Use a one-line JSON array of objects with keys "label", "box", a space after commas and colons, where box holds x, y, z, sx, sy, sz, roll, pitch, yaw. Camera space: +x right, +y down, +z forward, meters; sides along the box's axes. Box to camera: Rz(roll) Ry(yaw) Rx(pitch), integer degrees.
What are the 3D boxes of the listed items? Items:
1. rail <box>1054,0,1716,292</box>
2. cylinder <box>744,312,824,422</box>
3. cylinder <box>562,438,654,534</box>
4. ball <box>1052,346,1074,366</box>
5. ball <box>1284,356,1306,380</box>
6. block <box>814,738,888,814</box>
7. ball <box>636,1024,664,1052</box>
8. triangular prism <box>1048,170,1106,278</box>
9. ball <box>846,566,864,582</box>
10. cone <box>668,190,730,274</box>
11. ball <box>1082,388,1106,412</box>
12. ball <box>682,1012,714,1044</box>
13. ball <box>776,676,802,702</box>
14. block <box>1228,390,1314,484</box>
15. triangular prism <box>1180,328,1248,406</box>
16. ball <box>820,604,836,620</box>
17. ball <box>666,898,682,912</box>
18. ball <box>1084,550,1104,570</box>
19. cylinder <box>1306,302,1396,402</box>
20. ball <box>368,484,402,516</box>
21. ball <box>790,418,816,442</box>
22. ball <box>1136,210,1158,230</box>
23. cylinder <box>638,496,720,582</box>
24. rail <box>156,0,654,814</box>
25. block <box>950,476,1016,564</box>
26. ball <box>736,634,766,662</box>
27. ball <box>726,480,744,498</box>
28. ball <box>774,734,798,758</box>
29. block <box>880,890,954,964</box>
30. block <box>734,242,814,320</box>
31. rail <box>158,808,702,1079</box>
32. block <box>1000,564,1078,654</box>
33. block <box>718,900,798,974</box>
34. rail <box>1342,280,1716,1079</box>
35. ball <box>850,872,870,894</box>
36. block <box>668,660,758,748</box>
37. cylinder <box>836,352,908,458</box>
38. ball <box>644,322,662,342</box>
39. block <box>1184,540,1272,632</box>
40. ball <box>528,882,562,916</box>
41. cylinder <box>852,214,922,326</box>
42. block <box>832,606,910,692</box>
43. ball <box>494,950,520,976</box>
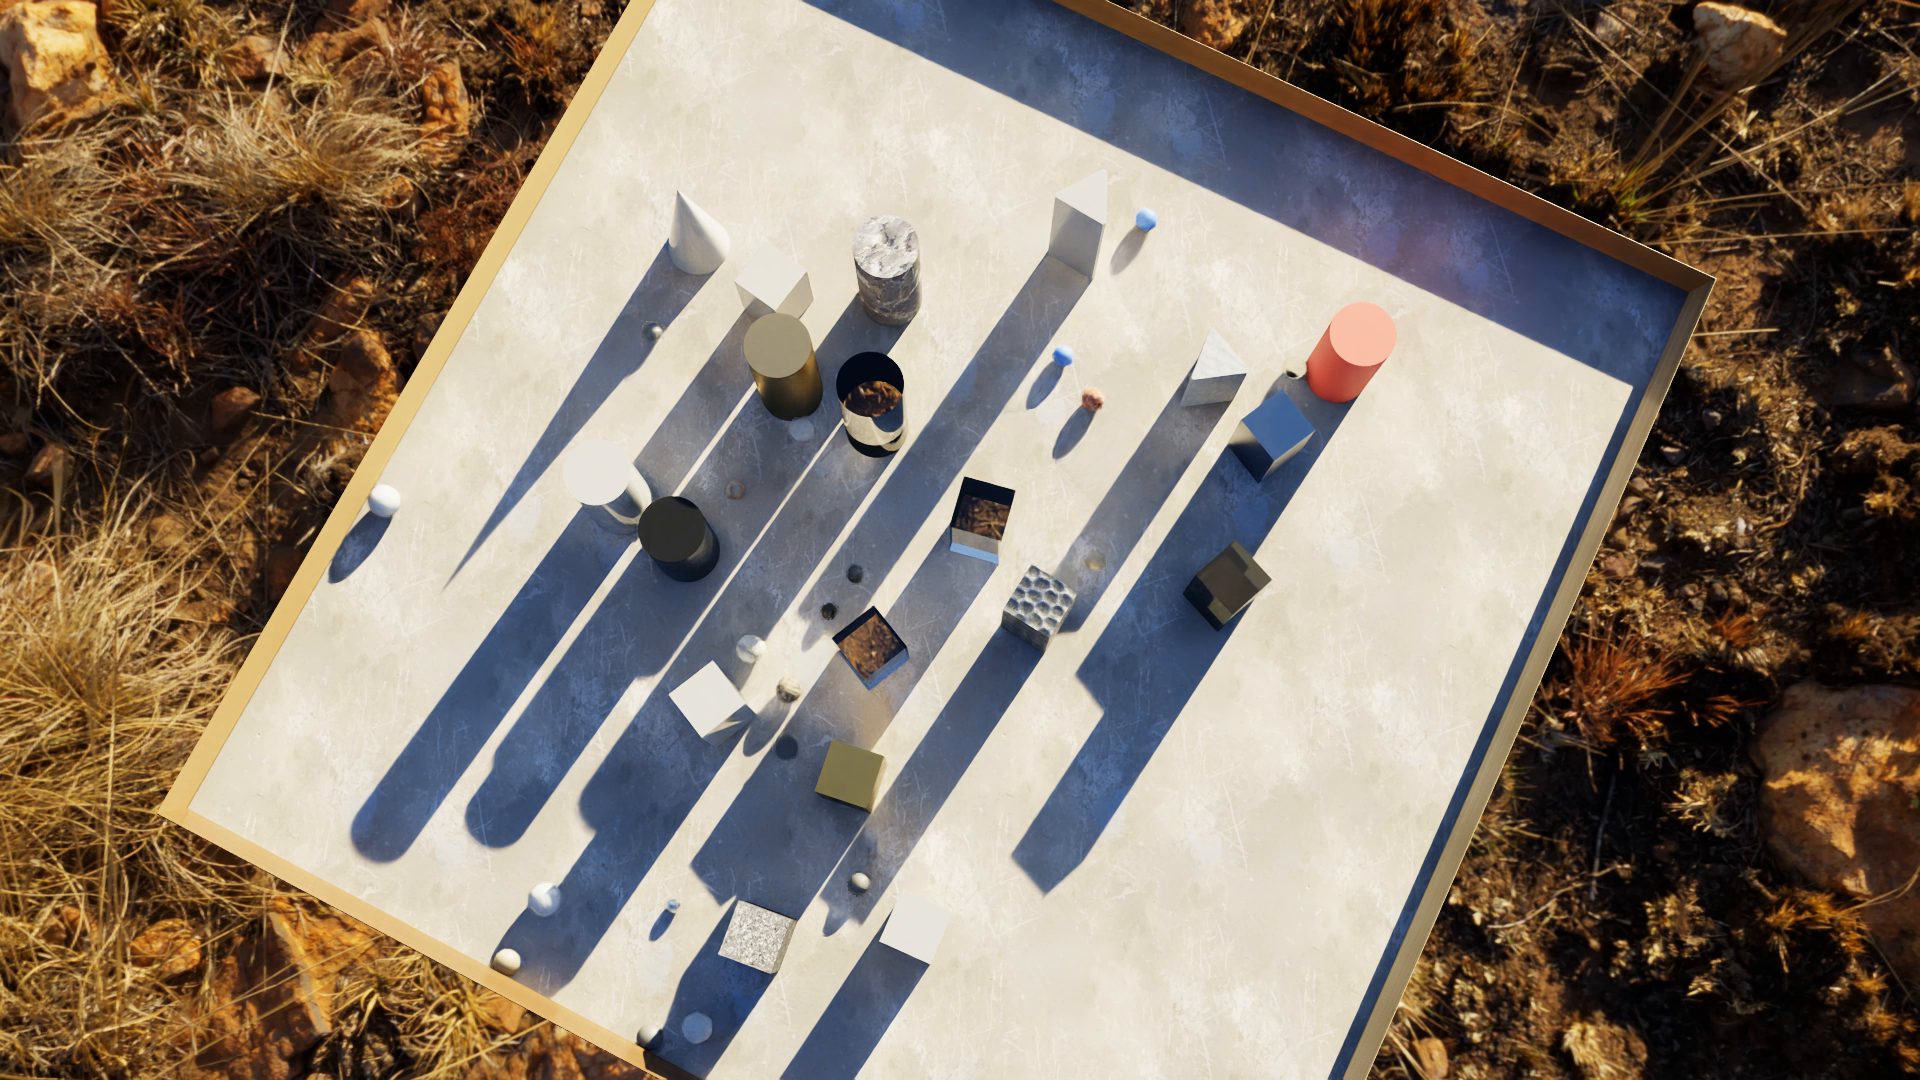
[{"label": "rail", "box": [0.784, -1.528, 5.867, 3.447, 0.127, 0.045, 26, 80, 5]}, {"label": "cylinder", "box": [-0.524, -0.512, 5.485, 0.195, 0.466, 0.195, 0, 78, 0]}, {"label": "cylinder", "box": [-1.040, -0.154, 5.443, 0.195, 0.402, 0.195, 0, 78, 0]}, {"label": "ball", "box": [0.320, -0.573, 5.702, 0.065, 0.065, 0.065, 0, 78, 0]}, {"label": "ball", "box": [1.041, -0.534, 5.691, 0.070, 0.070, 0.070, 0, 78, 0]}, {"label": "block", "box": [-0.314, 0.690, 5.336, 0.156, 0.269, 0.156, 18, 79, 4]}, {"label": "ball", "box": [-0.894, 1.434, 5.281, 0.077, 0.077, 0.077, 0, 78, 0]}, {"label": "triangular prism", "box": [0.388, -0.977, 5.582, 0.169, 0.464, 0.147, 31, 80, 6]}, {"label": "ball", "box": [-0.318, 0.103, 5.568, 0.053, 0.053, 0.053, 0, 78, 0]}, {"label": "cone", "box": [-0.828, -0.980, 5.587, 0.195, 0.456, 0.195, 0, 78, 0]}, {"label": "ball", "box": [0.414, -0.435, 5.670, 0.072, 0.072, 0.072, 0, 78, 0]}, {"label": "ball", "box": [-0.755, 1.405, 5.281, 0.087, 0.087, 0.087, 0, 78, 0]}, {"label": "ball", "box": [-0.512, 0.448, 5.484, 0.078, 0.078, 0.078, 0, 78, 0]}, {"label": "block", "box": [0.936, -0.310, 5.533, 0.156, 0.289, 0.156, -36, 81, -7]}, {"label": "triangular prism", "box": [0.760, -0.530, 5.576, 0.169, 0.294, 0.147, -8, 78, -2]}, {"label": "ball", "box": [-0.397, 0.217, 5.547, 0.048, 0.048, 0.048, 0, 78, 0]}, {"label": "ball", "box": [-0.839, 1.071, 5.373, 0.043, 0.043, 0.043, 0, 78, 0]}, {"label": "ball", "box": [0.409, 0.062, 5.574, 0.059, 0.059, 0.059, 0, 78, 0]}, {"label": "cylinder", "box": [1.176, -0.561, 5.534, 0.195, 0.390, 0.195, 0, 78, 0]}, {"label": "ball", "box": [-1.756, -0.119, 5.591, 0.098, 0.098, 0.098, 0, 78, 0]}, {"label": "ball", "box": [-0.484, -0.340, 5.649, 0.075, 0.075, 0.075, 0, 78, 0]}, {"label": "ball", "box": [0.590, -1.011, 5.791, 0.067, 0.067, 0.067, 0, 78, 0]}, {"label": "cylinder", "box": [-0.833, 0.001, 5.451, 0.195, 0.324, 0.195, 0, 78, 0]}, {"label": "rail", "box": [-1.520, -0.738, 5.703, 0.045, 0.127, 3.552, 26, 80, 5]}, {"label": "block", "box": [0.065, -0.056, 5.452, 0.156, 0.346, 0.156, 16, 79, 3]}, {"label": "ball", "box": [-0.627, 0.326, 5.506, 0.085, 0.085, 0.085, 0, 78, 0]}, {"label": "ball", "box": [-0.689, -0.156, 5.619, 0.058, 0.058, 0.058, 0, 78, 0]}, {"label": "ball", "box": [-0.517, 0.615, 5.454, 0.070, 0.070, 0.070, 0, 78, 0]}, {"label": "block", "box": [-0.122, 1.108, 5.255, 0.156, 0.260, 0.156, 23, 79, 5]}, {"label": "block", "box": [-0.570, -0.767, 5.640, 0.156, 0.266, 0.156, 36, 81, 7]}, {"label": "rail", "box": [-0.784, 1.541, 5.232, 3.447, 0.127, 0.045, 26, 80, 5]}, {"label": "block", "box": [0.230, 0.207, 5.408, 0.156, 0.325, 0.156, 31, 80, 6]}, {"label": "block", "box": [-0.576, 1.137, 5.254, 0.156, 0.250, 0.156, 20, 79, 4]}, {"label": "rail", "box": [1.520, 0.751, 5.395, 0.045, 0.127, 3.552, 26, 80, 5]}, {"label": "ball", "box": [-0.295, 1.008, 5.377, 0.061, 0.061, 0.061, 0, 78, 0]}, {"label": "block", "box": [-0.718, 0.483, 5.357, 0.156, 0.313, 0.156, -38, 81, -7]}, {"label": "cylinder", "box": [-0.257, -0.397, 5.460, 0.195, 0.468, 0.195, 0, 78, 0]}, {"label": "ball", "box": [-0.960, -0.650, 5.722, 0.057, 0.057, 0.057, 0, 78, 0]}, {"label": "block", "box": [0.788, 0.139, 5.425, 0.156, 0.318, 0.156, -41, 81, -8]}, {"label": "ball", "box": [-1.211, 1.049, 5.350, 0.098, 0.098, 0.098, 0, 78, 0]}, {"label": "cylinder", "box": [-0.216, -0.810, 5.555, 0.195, 0.449, 0.195, 0, 78, 0]}, {"label": "block", "box": [-0.262, 0.322, 5.418, 0.156, 0.258, 0.156, -38, 81, -7]}, {"label": "ball", "box": [-1.316, 1.228, 5.323, 0.077, 0.077, 0.077, 0, 78, 0]}]
